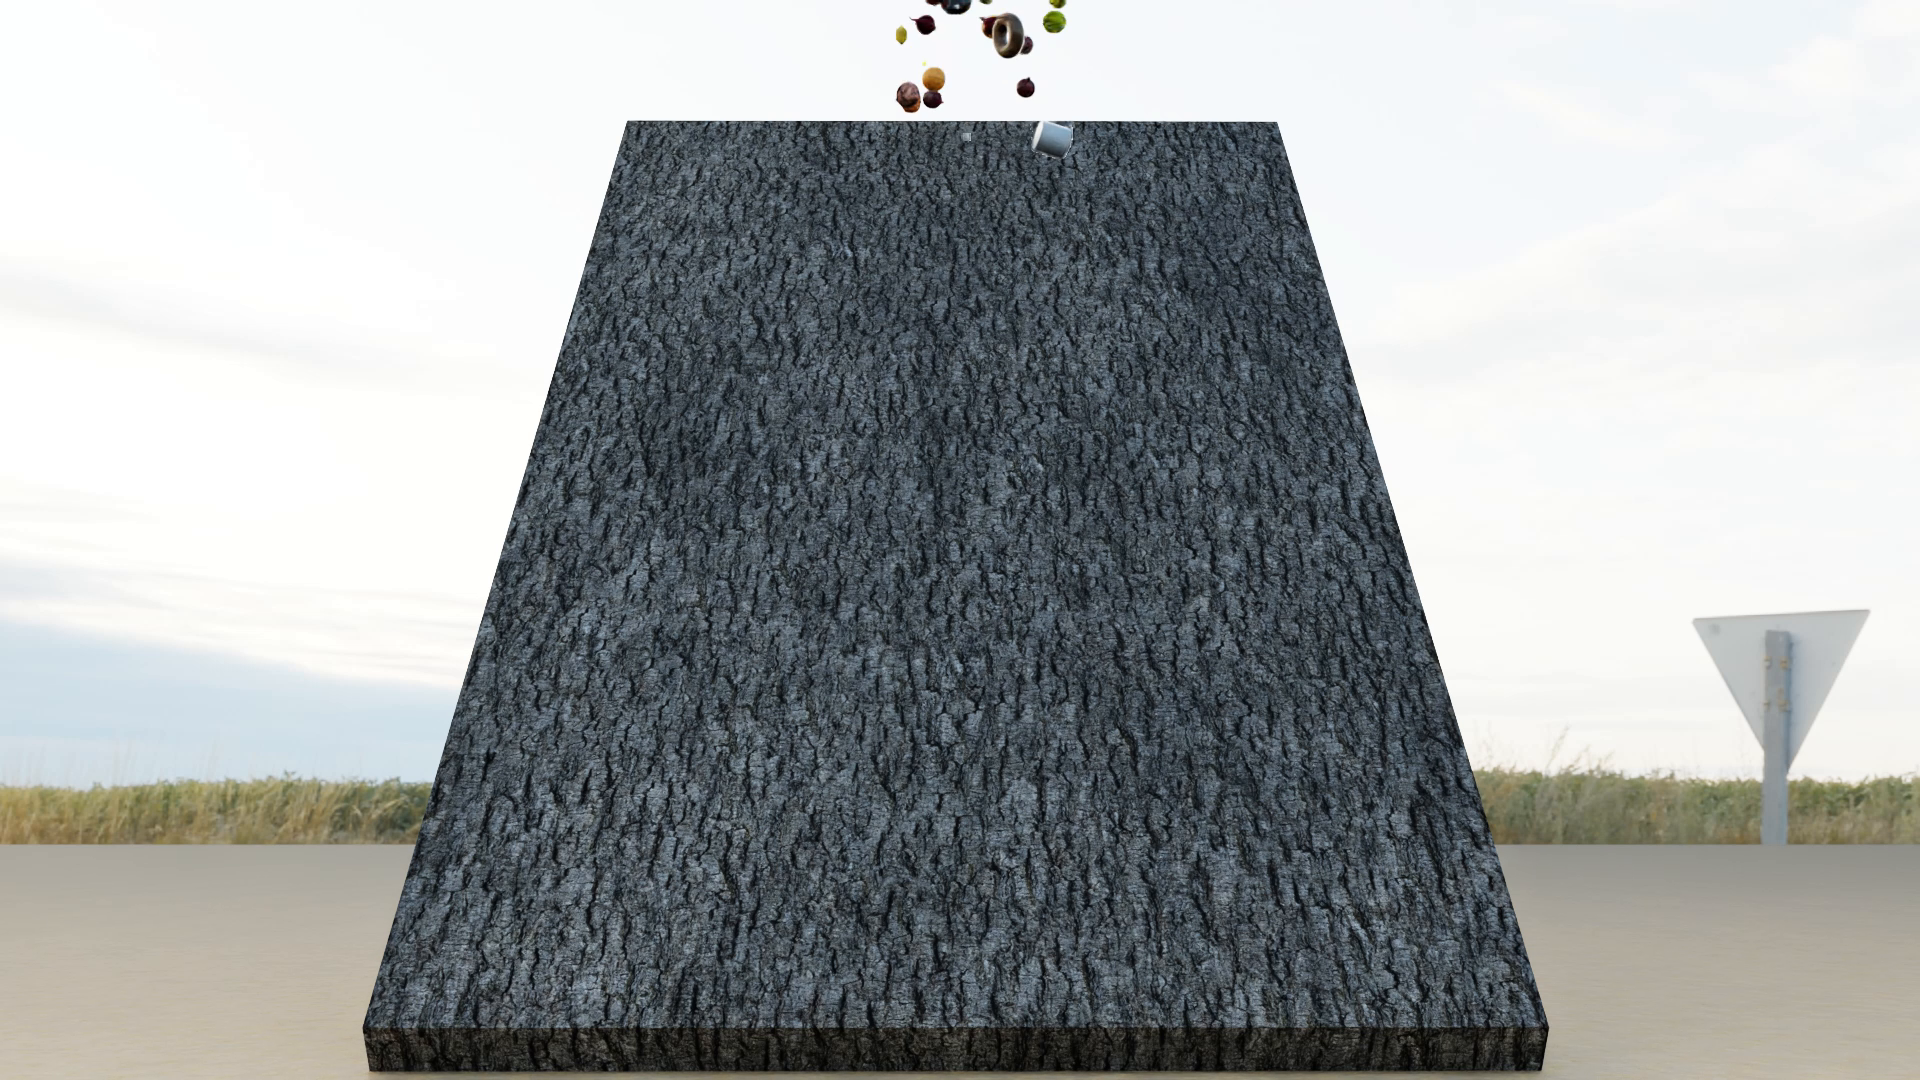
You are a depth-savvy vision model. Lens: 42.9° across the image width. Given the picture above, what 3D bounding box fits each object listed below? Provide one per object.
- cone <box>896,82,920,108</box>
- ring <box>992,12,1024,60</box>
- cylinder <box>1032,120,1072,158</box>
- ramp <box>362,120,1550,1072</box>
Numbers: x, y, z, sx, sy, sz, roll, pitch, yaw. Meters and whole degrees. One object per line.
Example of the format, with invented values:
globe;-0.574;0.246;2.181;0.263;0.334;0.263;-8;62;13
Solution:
cone;-0.134;-1.274;7.018;0.076;0.076;0.076;4;15;-29
ring;0.137;-1.440;6.974;0.045;0.134;0.134;-7;-2;-31
cylinder;0.272;-1.189;7.245;0.089;0.089;0.089;16;-10;-11
ramp;-0.015;-0.192;5.842;2.000;0.100;4.000;0;32;0
